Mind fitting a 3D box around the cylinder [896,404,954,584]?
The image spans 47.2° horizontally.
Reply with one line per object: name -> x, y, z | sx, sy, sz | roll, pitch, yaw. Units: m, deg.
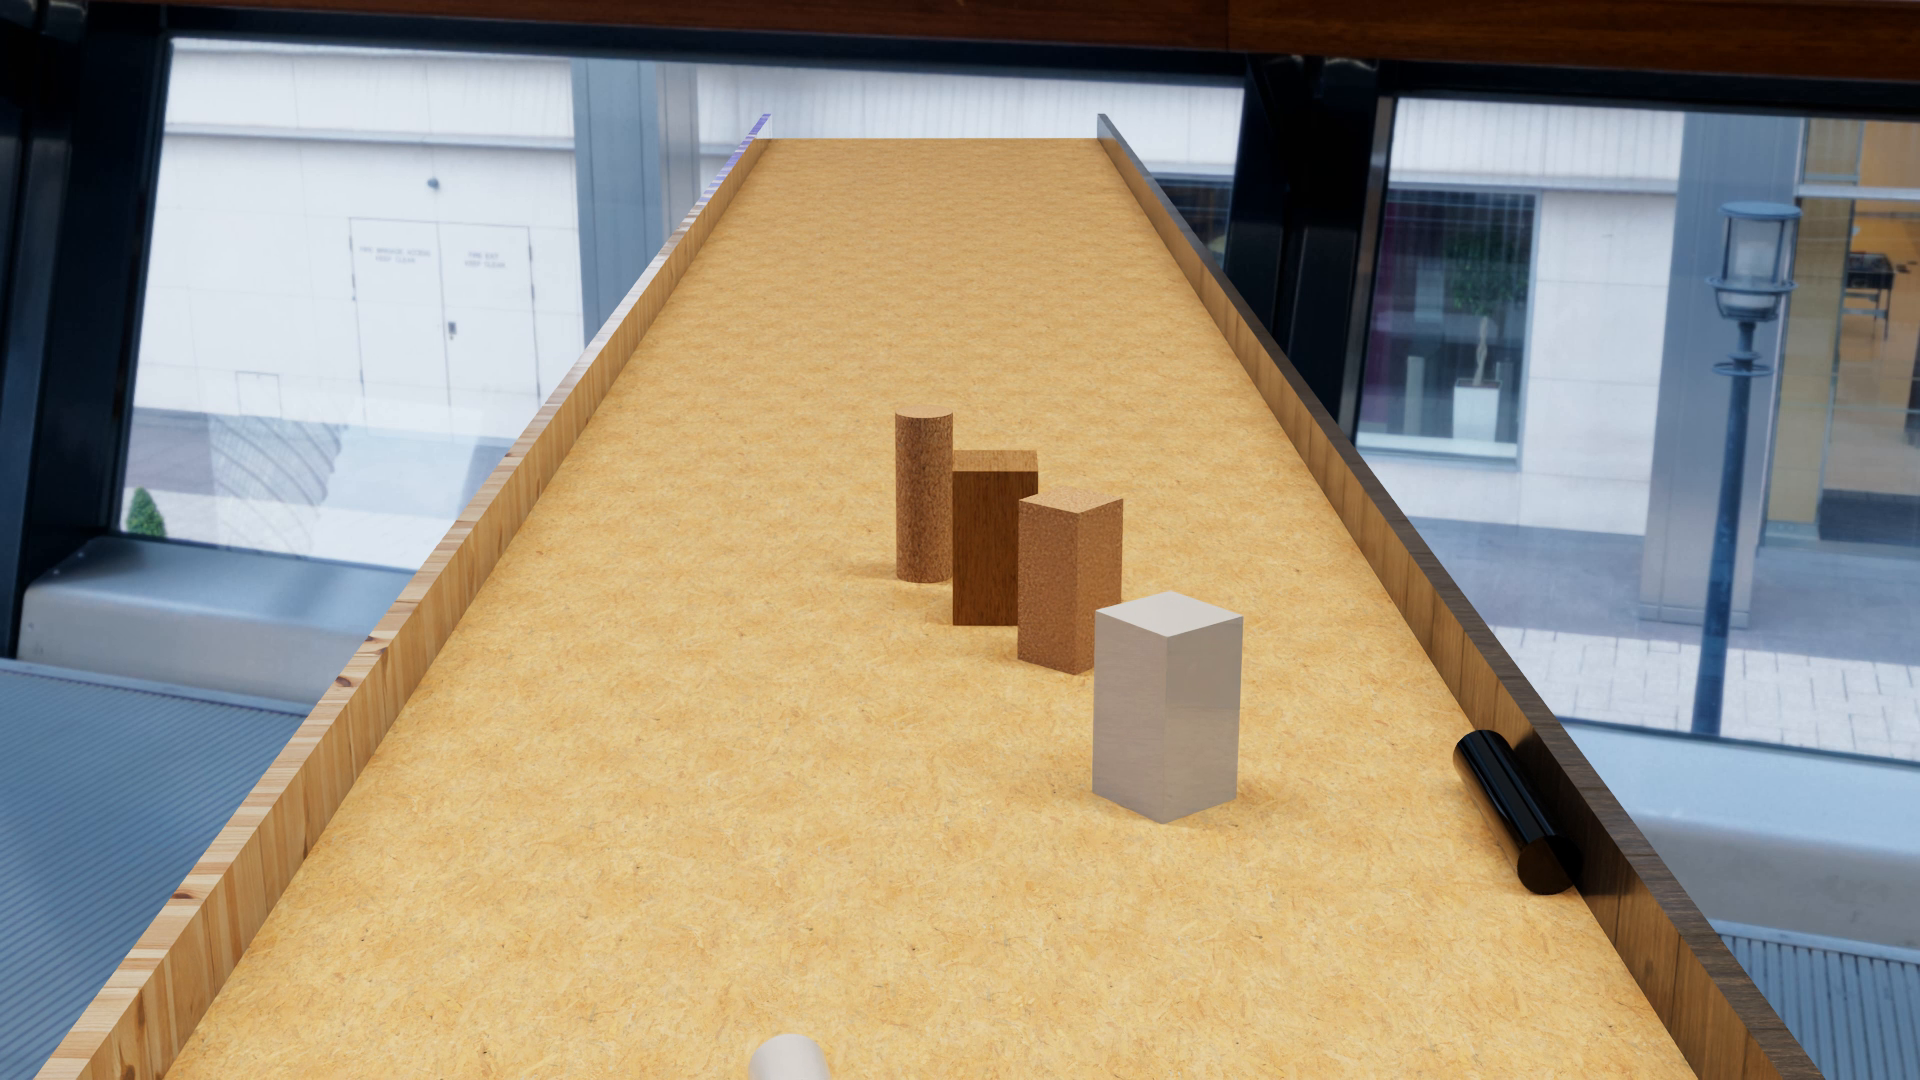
cylinder -> -0.079, -0.103, 4.908 | 0.128, 0.379, 0.128 | 0, 17, 0

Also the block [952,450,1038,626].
block -> 0.074, -0.006, 4.656 | 0.177, 0.336, 0.177 | 0, 17, 1

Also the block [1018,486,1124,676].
block -> 0.219, 0.078, 4.381 | 0.147, 0.332, 0.147 | 14, 21, 39

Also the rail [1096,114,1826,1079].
rail -> 0.932, -0.844, 7.801 | 0.050, 0.150, 12.000 | 0, 17, -1

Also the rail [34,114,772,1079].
rail -> -1.118, -0.838, 7.780 | 0.050, 0.150, 12.000 | 0, 17, -1

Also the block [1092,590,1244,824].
block -> 0.349, 0.279, 3.712 | 0.174, 0.329, 0.174 | -13, 21, -37

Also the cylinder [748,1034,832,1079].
cylinder -> -0.170, 0.735, 2.579 | 0.101, 0.101, 0.451 | -4, 17, -12

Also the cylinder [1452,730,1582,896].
cylinder -> 0.902, 0.436, 3.582 | 0.101, 0.101, 0.439 | 0, 17, -1
